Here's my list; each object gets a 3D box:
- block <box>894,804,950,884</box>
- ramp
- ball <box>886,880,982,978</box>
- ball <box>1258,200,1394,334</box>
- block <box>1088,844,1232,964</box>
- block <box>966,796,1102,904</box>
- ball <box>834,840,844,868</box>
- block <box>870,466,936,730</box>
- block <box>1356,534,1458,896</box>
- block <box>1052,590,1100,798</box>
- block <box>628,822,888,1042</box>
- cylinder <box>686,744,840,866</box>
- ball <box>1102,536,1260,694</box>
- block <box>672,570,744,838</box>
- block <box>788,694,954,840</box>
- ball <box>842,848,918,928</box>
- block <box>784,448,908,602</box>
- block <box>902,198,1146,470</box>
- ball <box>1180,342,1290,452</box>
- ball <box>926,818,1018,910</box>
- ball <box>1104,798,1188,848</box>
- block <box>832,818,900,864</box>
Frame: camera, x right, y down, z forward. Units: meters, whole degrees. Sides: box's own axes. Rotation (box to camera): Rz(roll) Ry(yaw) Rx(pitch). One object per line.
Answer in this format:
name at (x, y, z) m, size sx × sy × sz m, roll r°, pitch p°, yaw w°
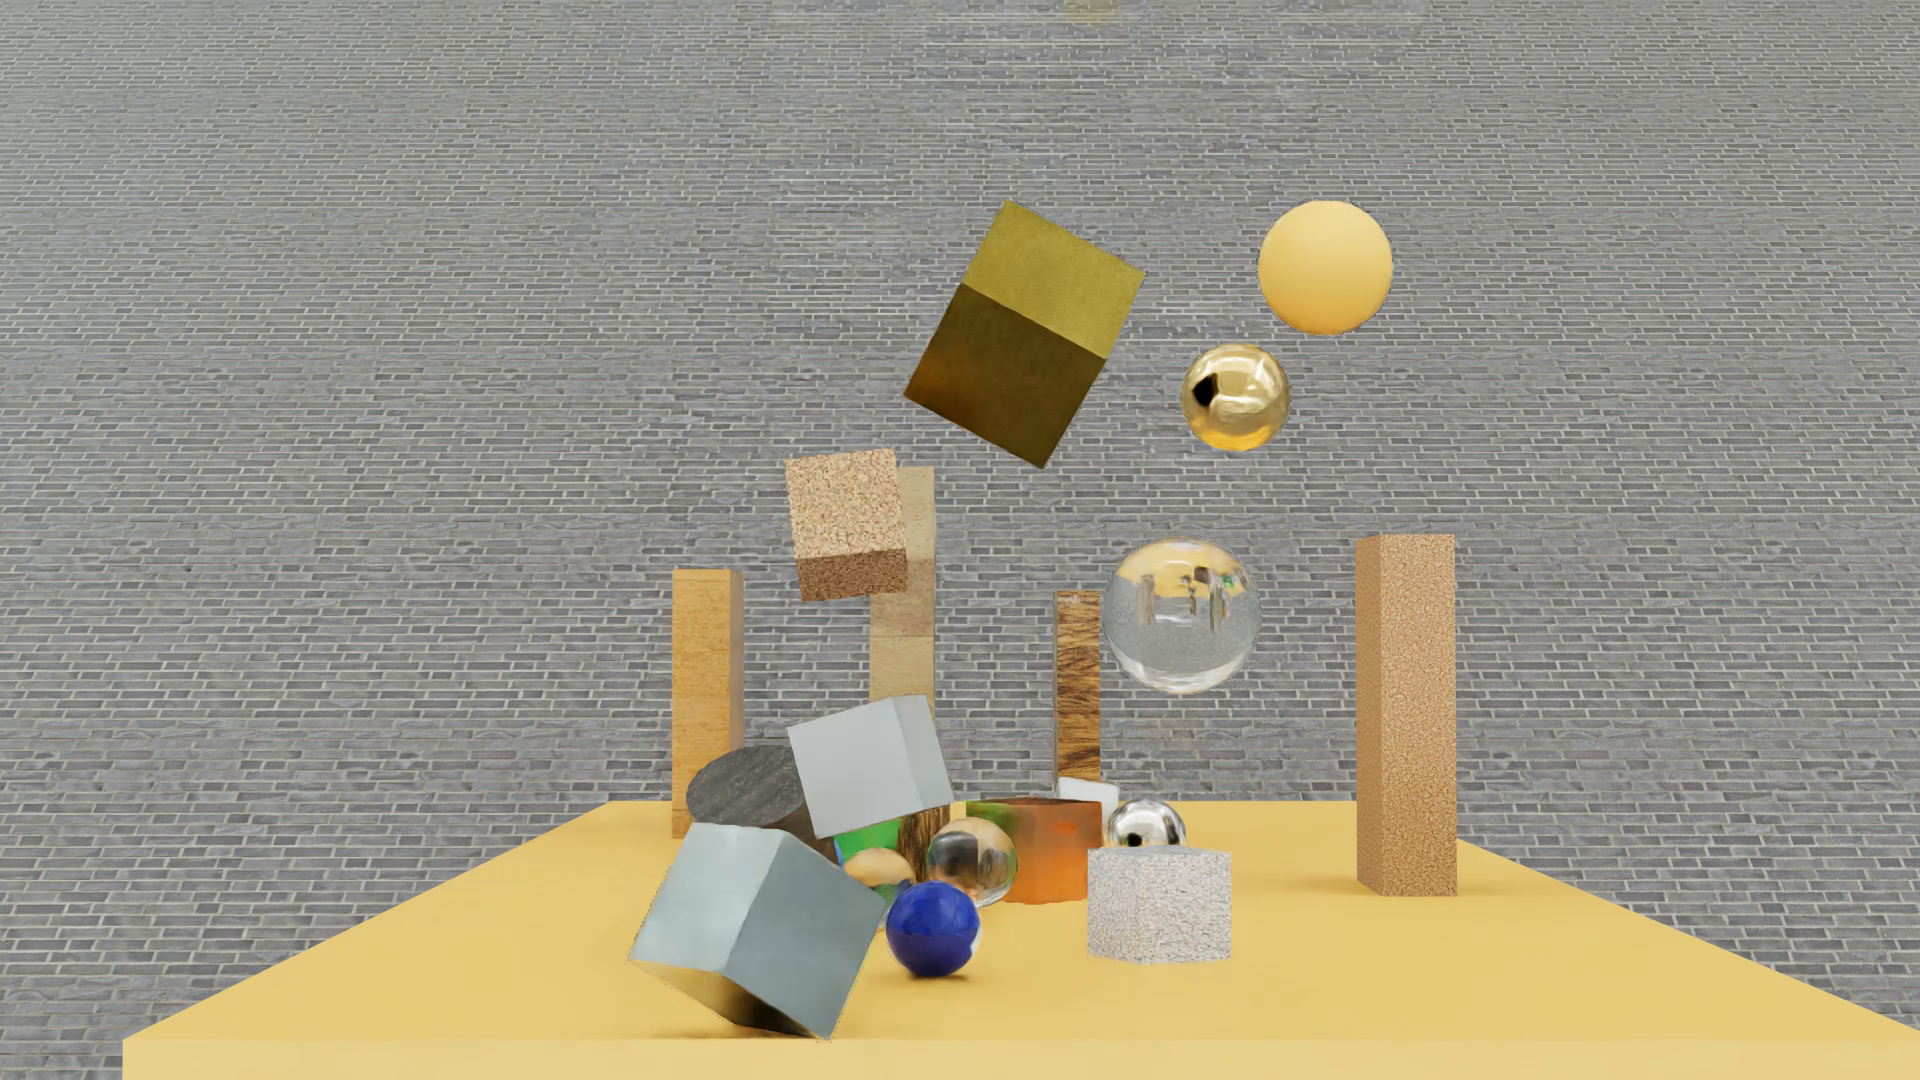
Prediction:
block at (-0.099, 0.534, 4.533) m, size 0.148 × 0.148 × 0.148 m, roll 0°, pitch -2°, yaw 5°
ramp at (0.078, 0.670, 4.858) m, size 2.000 × 0.100 × 4.000 m, roll 0°, pitch -2°, yaw 0°
ball at (-0.034, 0.506, 3.378) m, size 0.124 × 0.124 × 0.124 m, roll 0°, pitch 36°, yaw 0°
ball at (0.433, -0.323, 3.081) m, size 0.159 × 0.159 × 0.159 m, roll 0°, pitch 36°, yaw 0°
block at (0.276, 0.503, 3.602) m, size 0.145 × 0.145 × 0.145 m, roll 1°, pitch -2°, yaw -26°
block at (0.124, 0.522, 4.382) m, size 0.162 × 0.162 × 0.162 m, roll -2°, pitch -3°, yaw 45°
ball at (-0.256, 0.526, 4.177) m, size 0.140 × 0.140 × 0.140 m, roll 0°, pitch 36°, yaw 0°
block at (-0.111, 0.247, 5.115) m, size 0.121 × 0.762 × 0.377 m, roll 0°, pitch -2°, yaw 0°
block at (0.778, 0.302, 4.549) m, size 0.126 × 0.614 × 0.282 m, roll 0°, pitch -2°, yaw 0°
block at (0.252, 0.381, 5.676) m, size 0.089 × 0.535 × 0.331 m, roll 0°, pitch -2°, yaw 0°
block at (-0.223, 0.434, 2.894) m, size 0.171 × 0.171 × 0.171 m, roll -2°, pitch 56°, yaw 48°
cylinder at (-0.290, 0.442, 3.857) m, size 0.196 × 0.196 × 0.196 m, roll -8°, pitch 32°, yaw 5°
ball at (0.271, 0.091, 3.193) m, size 0.194 × 0.194 × 0.194 m, roll 0°, pitch 36°, yaw 0°
block at (-0.564, 0.362, 5.830) m, size 0.127 × 0.584 × 0.345 m, roll 0°, pitch -2°, yaw 0°
block at (-0.111, 0.284, 3.276) m, size 0.143 × 0.143 × 0.143 m, roll -17°, pitch -7°, yaw 14°
ball at (-0.125, 0.526, 3.931) m, size 0.122 × 0.122 × 0.122 m, roll 0°, pitch 36°, yaw 0°
block at (-0.118, -0.015, 2.720) m, size 0.114 × 0.114 × 0.114 m, roll -6°, pitch 66°, yaw -2°
block at (0.068, -0.217, 2.734) m, size 0.167 × 0.167 × 0.167 m, roll 28°, pitch 42°, yaw -2°
ball at (0.301, -0.157, 2.842) m, size 0.120 × 0.120 × 0.120 m, roll 0°, pitch 36°, yaw 0°
ball at (0.019, 0.522, 4.189) m, size 0.149 × 0.149 × 0.149 m, roll 0°, pitch 36°, yaw 0°
ball at (0.335, 0.539, 4.682) m, size 0.150 × 0.150 × 0.150 m, roll 0°, pitch 36°, yaw 0°
block at (-0.195, 0.511, 4.369) m, size 0.131 × 0.131 × 0.131 m, roll 15°, pitch 12°, yaw 23°
